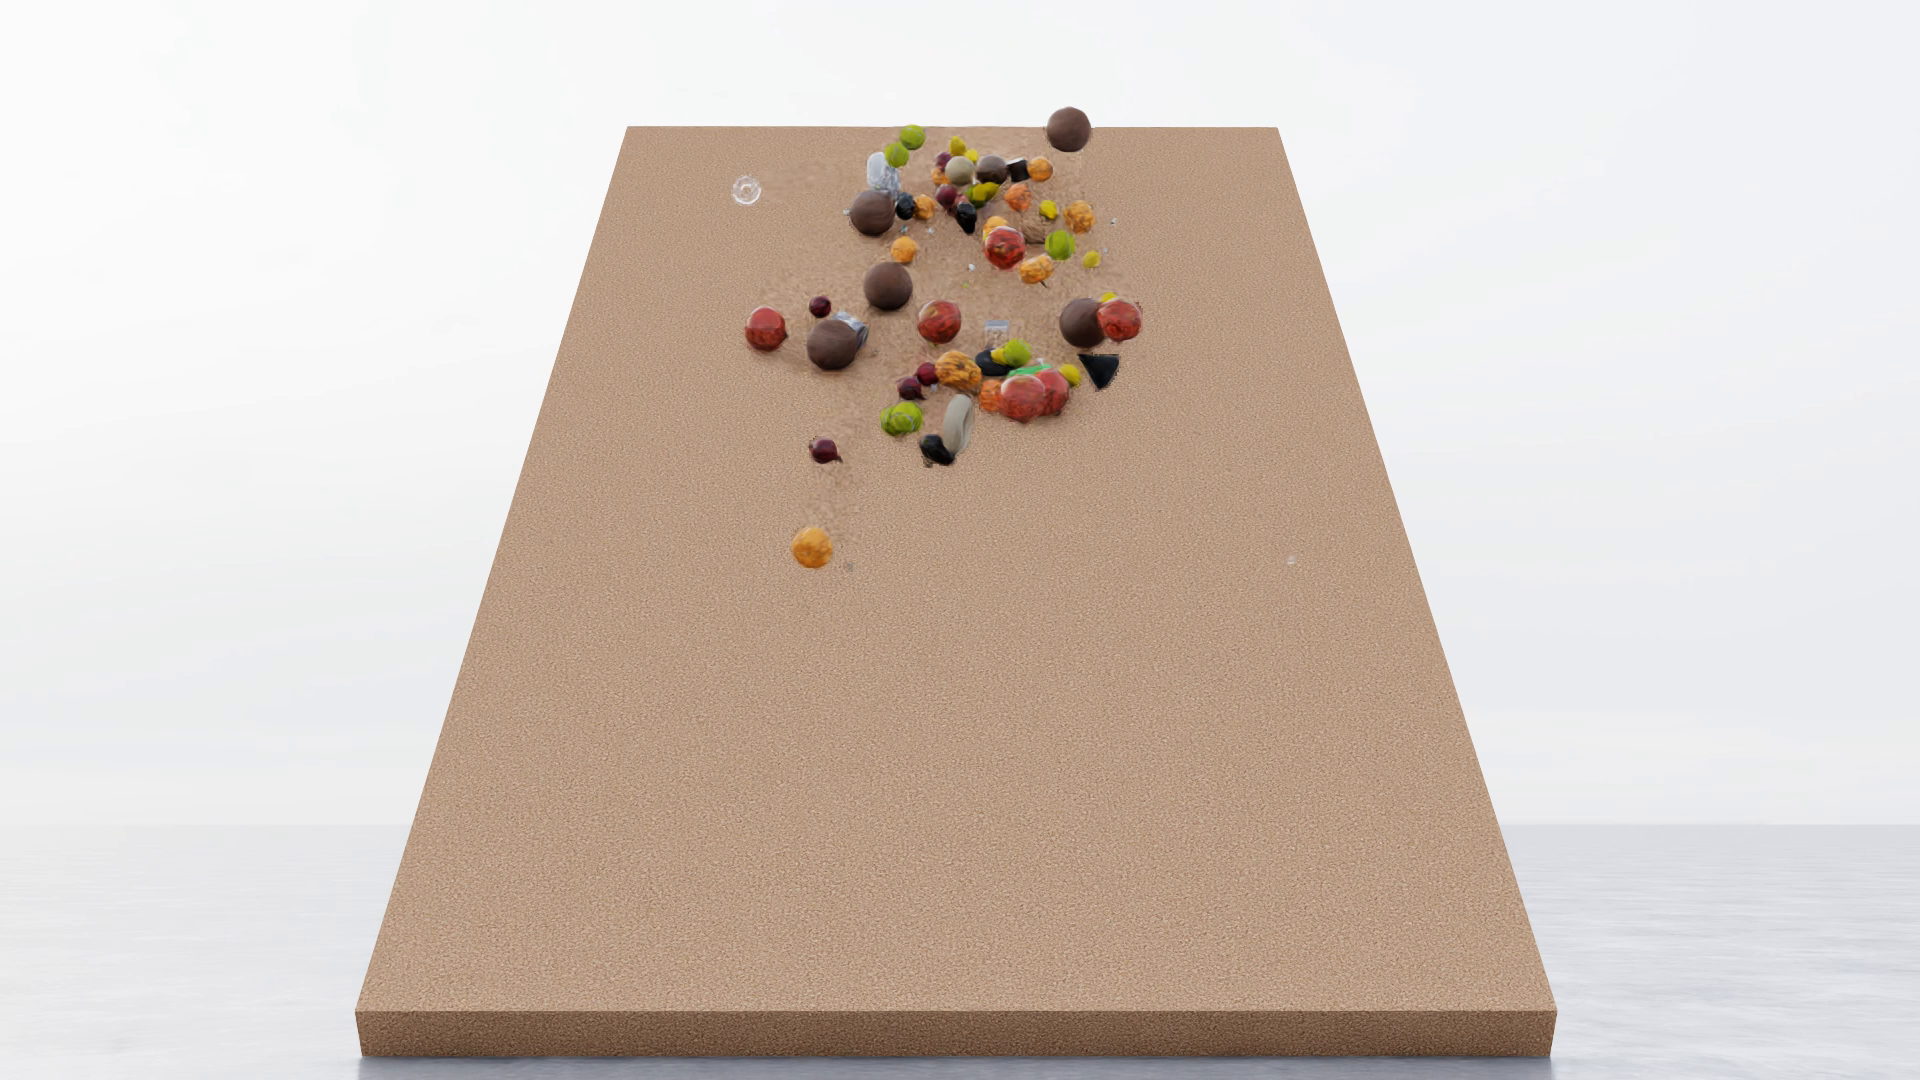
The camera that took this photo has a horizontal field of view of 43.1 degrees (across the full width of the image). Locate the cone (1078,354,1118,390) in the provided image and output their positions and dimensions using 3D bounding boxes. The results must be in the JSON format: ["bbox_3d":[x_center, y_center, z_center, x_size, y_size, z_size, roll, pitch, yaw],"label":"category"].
[{"bbox_3d":[0.322,-0.428,5.908,0.093,0.093,0.093,30,-17,-18],"label":"cone"}]

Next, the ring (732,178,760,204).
[{"bbox_3d":[-0.606,-0.992,6.895,0.080,0.080,0.027,-1,-9,5],"label":"ring"}]

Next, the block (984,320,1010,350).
[{"bbox_3d":[0.093,-0.518,6.153,0.060,0.060,0.060,0,31,-1],"label":"block"}]

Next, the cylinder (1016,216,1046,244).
[{"bbox_3d":[0.194,-0.852,6.681,0.075,0.075,0.075,-2,-6,-7],"label":"cylinder"}]

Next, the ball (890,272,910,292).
[{"bbox_3d":[-0.157,-0.682,6.432,0.053,0.053,0.053,0,-7,0],"label":"ball"}]

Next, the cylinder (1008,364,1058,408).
[{"bbox_3d":[0.175,-0.372,5.875,0.093,0.093,0.093,-10,-3,-18],"label":"cylinder"}]

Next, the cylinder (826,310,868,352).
[{"bbox_3d":[-0.284,-0.526,6.128,0.077,0.077,0.077,35,8,22],"label":"cylinder"}]

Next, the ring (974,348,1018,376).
[{"bbox_3d":[0.089,-0.442,6.050,0.108,0.036,0.108,-3,32,2],"label":"ring"}]

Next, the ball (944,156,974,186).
[{"bbox_3d":[0.000,-1.045,6.876,0.084,0.084,0.084,0,-7,0],"label":"ball"}]

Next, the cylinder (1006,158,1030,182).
[{"bbox_3d":[0.170,-1.072,7.035,0.057,0.057,0.057,-16,18,5],"label":"cylinder"}]

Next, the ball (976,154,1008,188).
[{"bbox_3d":[0.092,-1.062,6.994,0.096,0.096,0.096,0,-7,0],"label":"ball"}]

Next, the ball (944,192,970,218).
[{"bbox_3d":[-0.007,-0.946,6.854,0.074,0.074,0.074,0,-7,0],"label":"ball"}]

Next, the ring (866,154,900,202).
[{"bbox_3d":[-0.218,-1.034,6.930,0.048,0.145,0.145,-15,-13,27],"label":"ring"}]

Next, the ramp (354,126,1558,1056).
[{"bbox_3d":[-0.014,-0.202,5.780,2.000,0.100,4.000,0,31,0],"label":"ramp"}]

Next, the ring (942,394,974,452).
[{"bbox_3d":[-0.004,-0.265,5.557,0.045,0.136,0.136,10,-4,13],"label":"ring"}]
